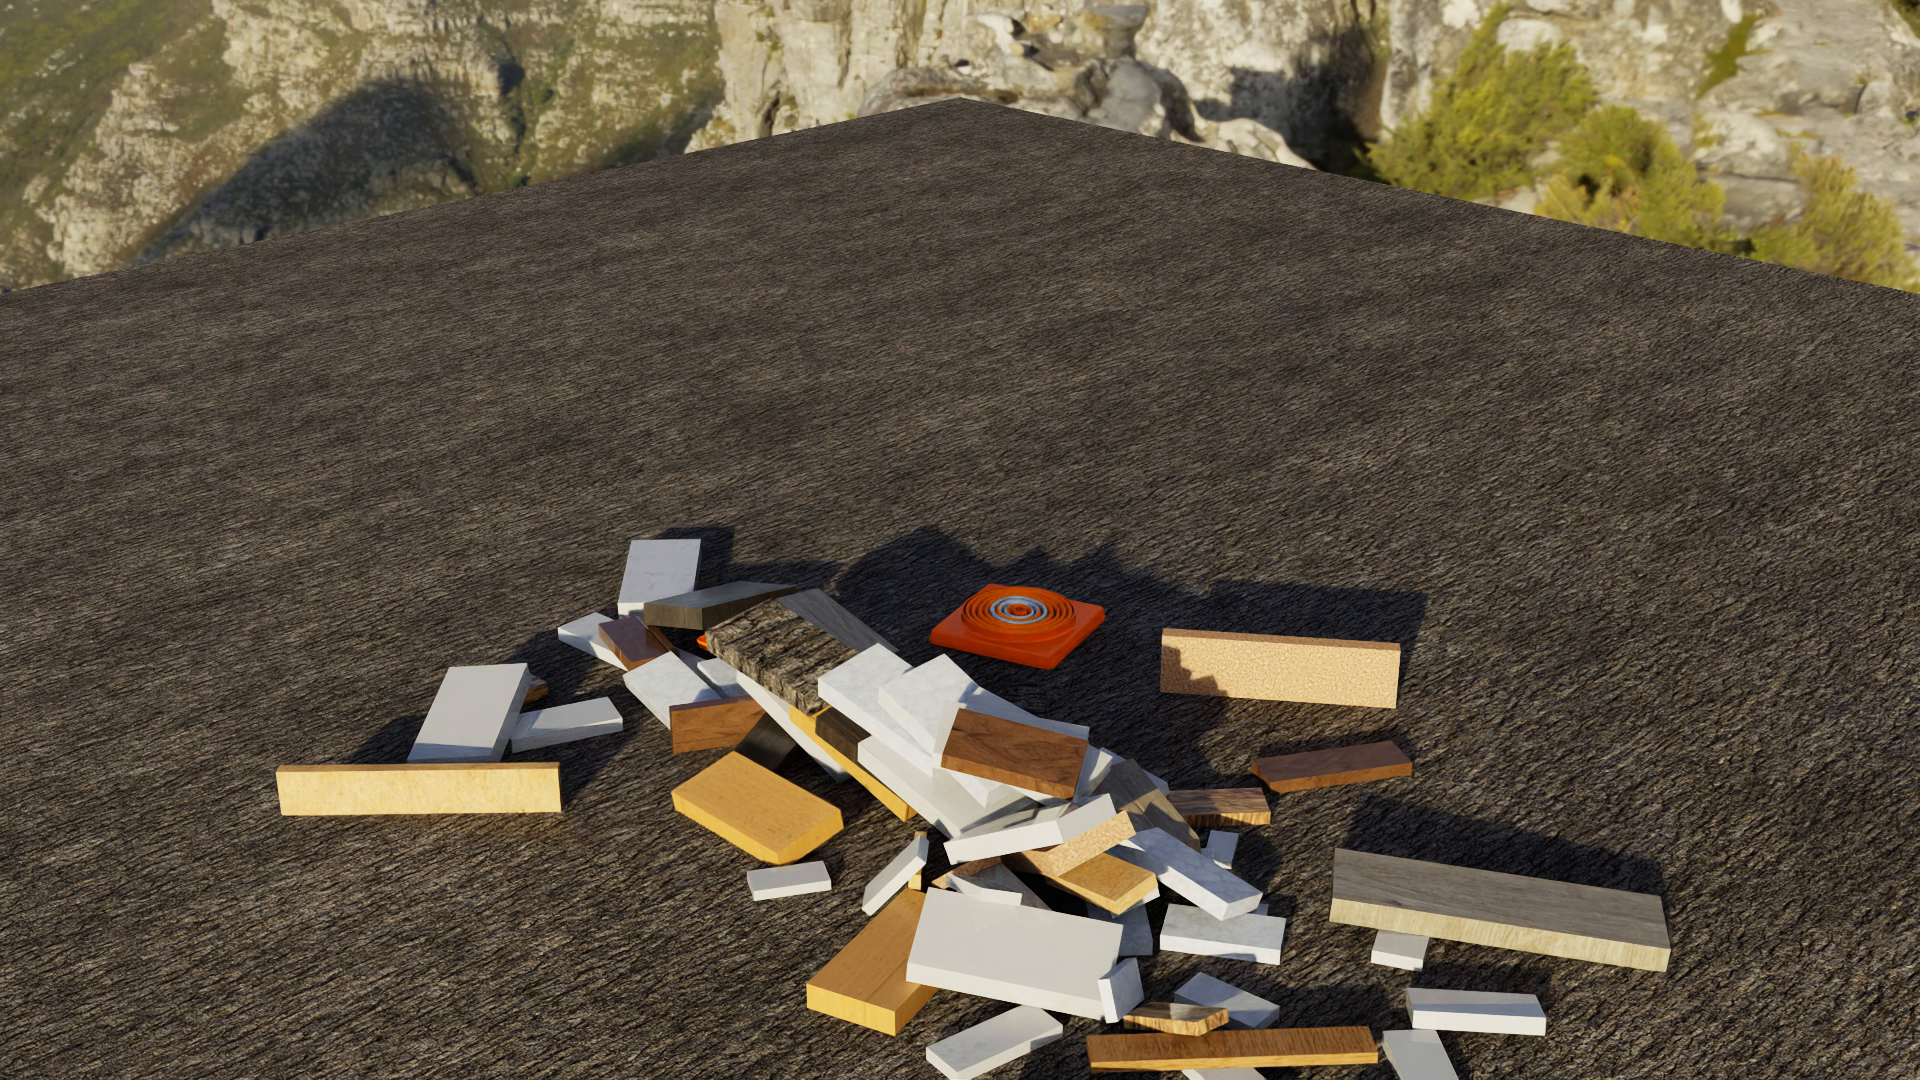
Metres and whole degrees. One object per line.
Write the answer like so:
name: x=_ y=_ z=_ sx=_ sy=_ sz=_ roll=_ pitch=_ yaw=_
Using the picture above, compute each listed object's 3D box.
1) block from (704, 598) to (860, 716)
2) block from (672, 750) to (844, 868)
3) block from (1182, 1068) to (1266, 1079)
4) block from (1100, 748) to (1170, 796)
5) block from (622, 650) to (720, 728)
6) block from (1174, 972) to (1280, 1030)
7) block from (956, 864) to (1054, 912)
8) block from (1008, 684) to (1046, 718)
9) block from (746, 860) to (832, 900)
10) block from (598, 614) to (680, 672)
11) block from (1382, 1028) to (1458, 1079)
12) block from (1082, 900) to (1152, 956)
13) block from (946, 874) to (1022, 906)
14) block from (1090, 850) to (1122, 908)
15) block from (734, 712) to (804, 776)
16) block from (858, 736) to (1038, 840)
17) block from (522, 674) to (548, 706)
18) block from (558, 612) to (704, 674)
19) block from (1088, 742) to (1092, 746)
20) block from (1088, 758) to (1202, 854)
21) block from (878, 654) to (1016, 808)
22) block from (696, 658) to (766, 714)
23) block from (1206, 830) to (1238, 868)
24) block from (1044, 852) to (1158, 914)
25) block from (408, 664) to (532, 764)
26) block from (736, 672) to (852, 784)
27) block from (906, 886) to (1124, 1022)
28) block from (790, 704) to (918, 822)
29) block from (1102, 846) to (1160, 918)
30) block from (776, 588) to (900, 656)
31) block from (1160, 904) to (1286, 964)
block: x=-0.363 y=0.245 z=4.671 sx=0.178 sy=0.050 sz=0.356 roll=-27 pitch=38 yaw=-33
block: x=-0.406 y=0.538 z=4.391 sx=0.166 sy=0.047 sz=0.332 roll=-32 pitch=38 yaw=-34
block: x=0.452 y=0.897 z=3.615 sx=0.088 sy=0.025 sz=0.175 roll=-13 pitch=26 yaw=-28
block: x=0.325 y=0.498 z=4.513 sx=0.099 sy=0.028 sz=0.198 roll=-33 pitch=36 yaw=-26
block: x=-0.634 y=0.338 z=4.866 sx=0.124 sy=0.035 sz=0.247 roll=-27 pitch=36 yaw=-23
block: x=0.463 y=0.809 z=3.825 sx=0.164 sy=0.023 sz=0.082 roll=18 pitch=29 yaw=36
block: x=0.106 y=0.684 z=4.019 sx=0.108 sy=0.031 sz=0.217 roll=-14 pitch=43 yaw=-43
block: x=0.146 y=0.367 z=4.866 sx=0.082 sy=0.023 sz=0.164 roll=2 pitch=23 yaw=4
block: x=-0.327 y=0.650 z=4.201 sx=0.148 sy=0.021 sz=0.074 roll=-6 pitch=24 yaw=-14
block: x=-0.741 y=0.240 z=5.070 sx=0.115 sy=0.033 sz=0.230 roll=-11 pitch=26 yaw=-25
block: x=0.769 y=0.879 z=3.656 sx=0.091 sy=0.026 sz=0.182 roll=-2 pitch=23 yaw=-4
block: x=0.290 y=0.697 z=4.079 sx=0.108 sy=0.031 sz=0.217 roll=-1 pitch=23 yaw=-2
block: x=0.042 y=0.626 z=3.939 sx=0.079 sy=0.022 sz=0.158 roll=12 pitch=-3 yaw=-23
block: x=0.242 y=0.617 z=4.109 sx=0.100 sy=0.028 sz=0.201 roll=-25 pitch=24 yaw=-22
block: x=-0.397 y=0.434 z=4.645 sx=0.115 sy=0.033 sz=0.230 roll=10 pitch=35 yaw=23
block: x=-0.026 y=0.472 z=4.323 sx=0.172 sy=0.049 sz=0.344 roll=-26 pitch=45 yaw=-32
block: x=-1.042 y=0.349 z=4.897 sx=0.221 sy=0.031 sz=0.111 roll=-21 pitch=31 yaw=-40
block: x=-0.720 y=0.271 z=5.080 sx=0.513 sy=0.033 sz=0.115 roll=19 pitch=30 yaw=38
block: x=0.150 y=0.438 z=4.483 sx=0.252 sy=0.126 sz=0.036 roll=-2 pitch=62 yaw=23
block: x=0.340 y=0.550 z=4.347 sx=0.151 sy=0.043 sz=0.301 roll=-19 pitch=31 yaw=-13
block: x=0.008 y=0.369 z=4.302 sx=0.166 sy=0.047 sz=0.332 roll=-25 pitch=52 yaw=-32
block: x=-0.470 y=0.335 z=4.872 sx=0.124 sy=0.035 sz=0.248 roll=-12 pitch=35 yaw=-32
block: x=0.512 y=0.606 z=4.312 sx=0.055 sy=0.016 sz=0.111 roll=6 pitch=24 yaw=13
block: x=0.256 y=0.619 z=4.020 sx=0.100 sy=0.028 sz=0.201 roll=-30 pitch=26 yaw=-30
block: x=-1.048 y=0.385 z=4.717 sx=0.176 sy=0.050 sz=0.353 roll=-3 pitch=29 yaw=5
block: x=-0.296 y=0.353 z=4.672 sx=0.178 sy=0.050 sz=0.356 roll=-26 pitch=52 yaw=-33
block: x=0.097 y=0.723 z=3.851 sx=0.352 sy=0.050 sz=0.176 roll=10 pitch=40 yaw=6
block: x=-0.168 y=0.417 z=4.545 sx=0.178 sy=0.050 sz=0.356 roll=-29 pitch=53 yaw=-35
block: x=0.281 y=0.634 z=4.116 sx=0.100 sy=0.028 sz=0.201 roll=-23 pitch=23 yaw=-16
block: x=-0.289 y=0.212 z=5.090 sx=0.282 sy=0.040 sz=0.141 roll=35 pitch=30 yaw=30
block: x=0.482 y=0.720 z=4.024 sx=0.217 sy=0.031 sz=0.108 roll=5 pitch=24 yaw=12
